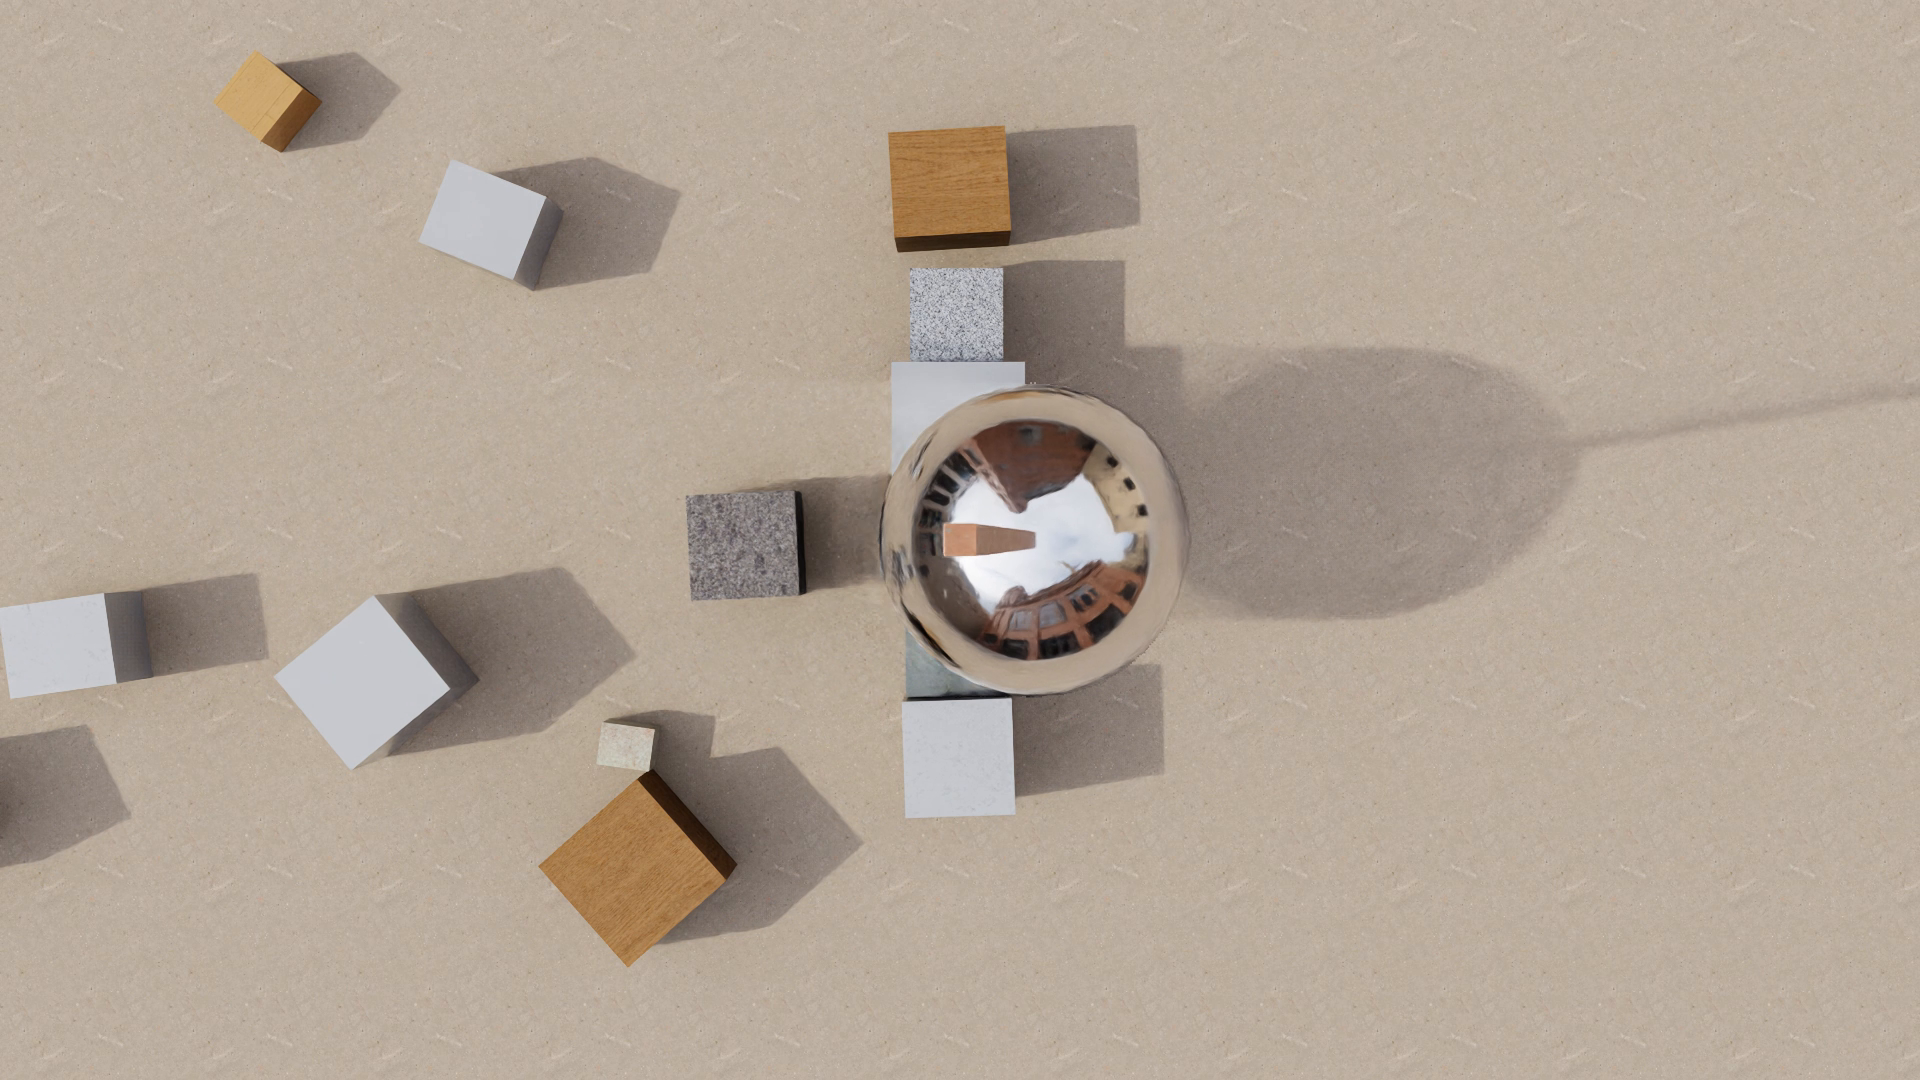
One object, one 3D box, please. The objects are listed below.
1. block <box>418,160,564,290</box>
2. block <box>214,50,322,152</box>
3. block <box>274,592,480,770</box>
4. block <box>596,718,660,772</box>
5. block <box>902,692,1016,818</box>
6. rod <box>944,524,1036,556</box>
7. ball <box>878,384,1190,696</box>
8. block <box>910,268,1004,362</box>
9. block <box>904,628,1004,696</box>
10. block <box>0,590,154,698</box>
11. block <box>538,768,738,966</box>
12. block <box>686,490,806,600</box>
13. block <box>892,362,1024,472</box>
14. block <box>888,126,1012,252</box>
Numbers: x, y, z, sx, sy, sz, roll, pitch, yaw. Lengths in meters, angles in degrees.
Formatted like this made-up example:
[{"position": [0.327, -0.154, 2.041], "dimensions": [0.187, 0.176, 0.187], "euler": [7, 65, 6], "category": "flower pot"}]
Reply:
[{"position": [-2.699, -1.812, 12.713], "dimensions": [0.576, 0.575, 0.505], "euler": [22, 90, 0], "category": "block"}, {"position": [-4.028, -2.550, 12.806], "dimensions": [0.354, 0.388, 0.388], "euler": [39, 90, 0], "category": "block"}, {"position": [-3.328, 0.795, 12.619], "dimensions": [0.716, 0.762, 0.677], "euler": [-39, 90, 0], "category": "block"}, {"position": [-1.937, 1.197, 12.865], "dimensions": [0.307, 0.269, 0.245], "euler": [8, 90, 0], "category": "block"}, {"position": [-0.008, 1.217, 12.629], "dimensions": [0.613, 0.742, 0.647], "euler": [-2, 90, 0], "category": "block"}, {"position": [0.163, 0.000, 7.930], "dimensions": [0.080, 5.200, 0.080], "euler": [0, 90, 4], "category": "rod"}, {"position": [0.377, 0.000, 11.324], "dimensions": [1.600, 1.600, 1.600], "euler": [0, 90, 0], "category": "ball"}, {"position": [-0.019, -1.266, 12.698], "dimensions": [0.525, 0.603, 0.534], "euler": [0, 90, 0], "category": "block"}, {"position": [-0.033, 0.598, 12.737], "dimensions": [0.557, 0.525, 0.571], "euler": [-1, 90, 0], "category": "block"}, {"position": [-5.105, 0.599, 12.716], "dimensions": [0.606, 0.568, 0.517], "euler": [-8, 90, 0], "category": "block"}, {"position": [-1.846, 1.877, 12.691], "dimensions": [0.742, 0.619, 0.763], "euler": [-41, 90, 0], "category": "block"}, {"position": [-1.227, 0.031, 12.711], "dimensions": [0.614, 0.579, 0.597], "euler": [-3, 90, 0], "category": "block"}, {"position": [-0.010, -0.651, 12.609], "dimensions": [0.741, 0.783, 0.677], "euler": [0, 90, 0], "category": "block"}, {"position": [-0.058, -2.014, 12.677], "dimensions": [0.658, 0.647, 0.591], "euler": [-3, 90, 0], "category": "block"}]
